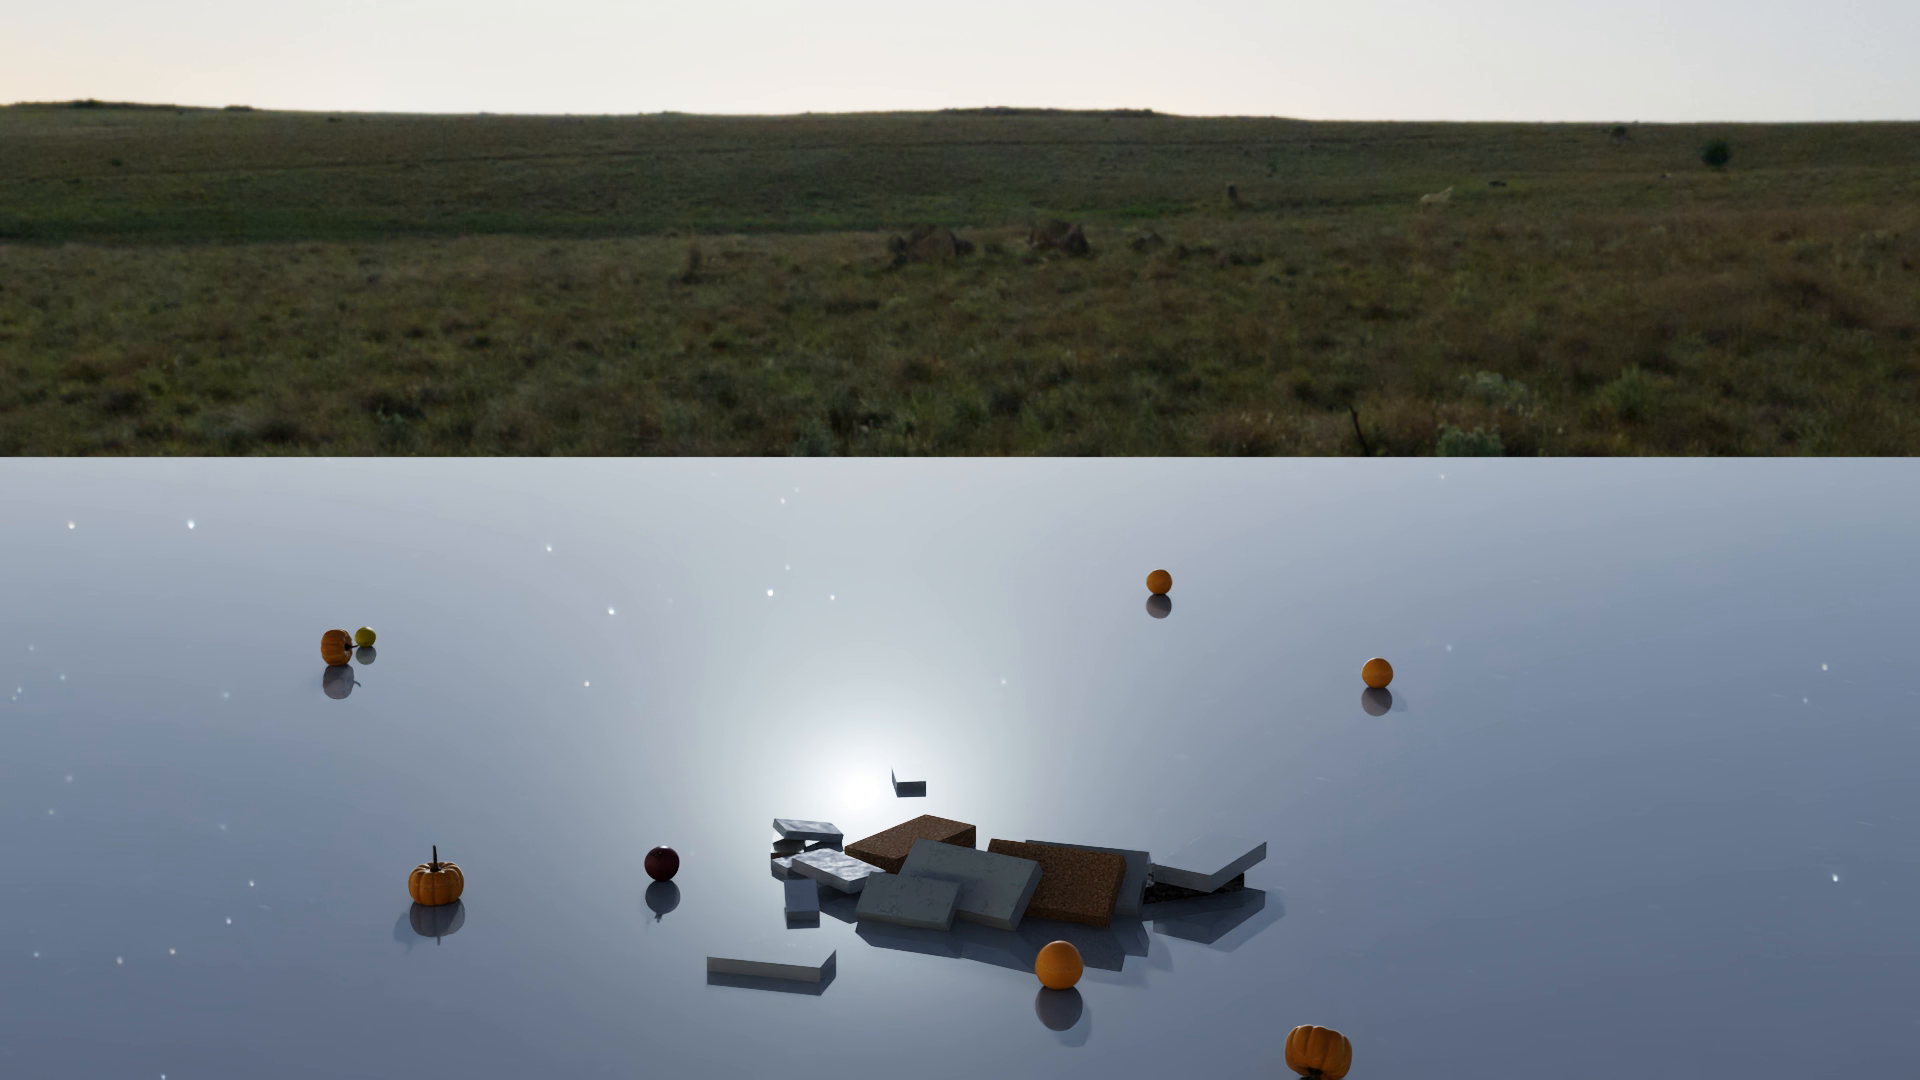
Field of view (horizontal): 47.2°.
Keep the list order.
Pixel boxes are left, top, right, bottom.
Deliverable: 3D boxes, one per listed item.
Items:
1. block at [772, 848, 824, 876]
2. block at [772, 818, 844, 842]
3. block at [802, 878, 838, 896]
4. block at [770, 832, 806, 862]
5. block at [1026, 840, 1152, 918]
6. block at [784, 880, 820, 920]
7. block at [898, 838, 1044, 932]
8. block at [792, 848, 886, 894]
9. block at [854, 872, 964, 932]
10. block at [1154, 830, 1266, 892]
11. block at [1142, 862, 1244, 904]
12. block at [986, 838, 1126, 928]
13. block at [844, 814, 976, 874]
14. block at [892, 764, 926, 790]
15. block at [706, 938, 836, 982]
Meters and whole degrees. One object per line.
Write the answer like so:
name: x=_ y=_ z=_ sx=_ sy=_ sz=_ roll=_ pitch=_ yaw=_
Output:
block: x=-0.267 y=0.557 z=3.804 sx=0.106 sy=0.015 sz=0.053 roll=-7 pitch=13 yaw=-34
block: x=-0.271 y=0.519 z=3.925 sx=0.114 sy=0.016 sz=0.057 roll=9 pitch=11 yaw=-30
block: x=-0.221 y=0.576 z=3.702 sx=0.106 sy=0.015 sz=0.053 roll=-10 pitch=14 yaw=-43
block: x=-0.303 y=0.541 z=3.887 sx=0.057 sy=0.016 sz=0.114 roll=0 pitch=11 yaw=-1
block: x=0.200 y=0.555 z=3.610 sx=0.210 sy=0.030 sz=0.105 roll=3 pitch=52 yaw=17
block: x=-0.259 y=0.588 z=3.596 sx=0.053 sy=0.015 sz=0.106 roll=-1 pitch=19 yaw=-7
block: x=0.008 y=0.559 z=3.575 sx=0.230 sy=0.033 sz=0.115 roll=6 pitch=50 yaw=31
block: x=-0.204 y=0.557 z=3.704 sx=0.079 sy=0.022 sz=0.157 roll=-9 pitch=14 yaw=-40
block: x=-0.082 y=0.581 z=3.540 sx=0.158 sy=0.022 sz=0.079 roll=4 pitch=48 yaw=21
block: x=0.422 y=0.539 z=3.697 sx=0.105 sy=0.030 sz=0.210 roll=7 pitch=12 yaw=32
block: x=0.359 y=0.571 z=3.692 sx=0.210 sy=0.030 sz=0.105 roll=-4 pitch=11 yaw=-21
block: x=0.145 y=0.556 z=3.578 sx=0.230 sy=0.033 sz=0.115 roll=4 pitch=52 yaw=22
block: x=-0.086 y=0.536 z=3.870 sx=0.115 sy=0.033 sz=0.230 roll=8 pitch=13 yaw=36
block: x=-0.101 y=0.464 z=4.304 sx=0.057 sy=0.016 sz=0.114 roll=-1 pitch=11 yaw=-7
block: x=-0.286 y=0.639 z=3.345 sx=0.180 sy=0.022 sz=0.079 roll=3 pitch=11 yaw=14
